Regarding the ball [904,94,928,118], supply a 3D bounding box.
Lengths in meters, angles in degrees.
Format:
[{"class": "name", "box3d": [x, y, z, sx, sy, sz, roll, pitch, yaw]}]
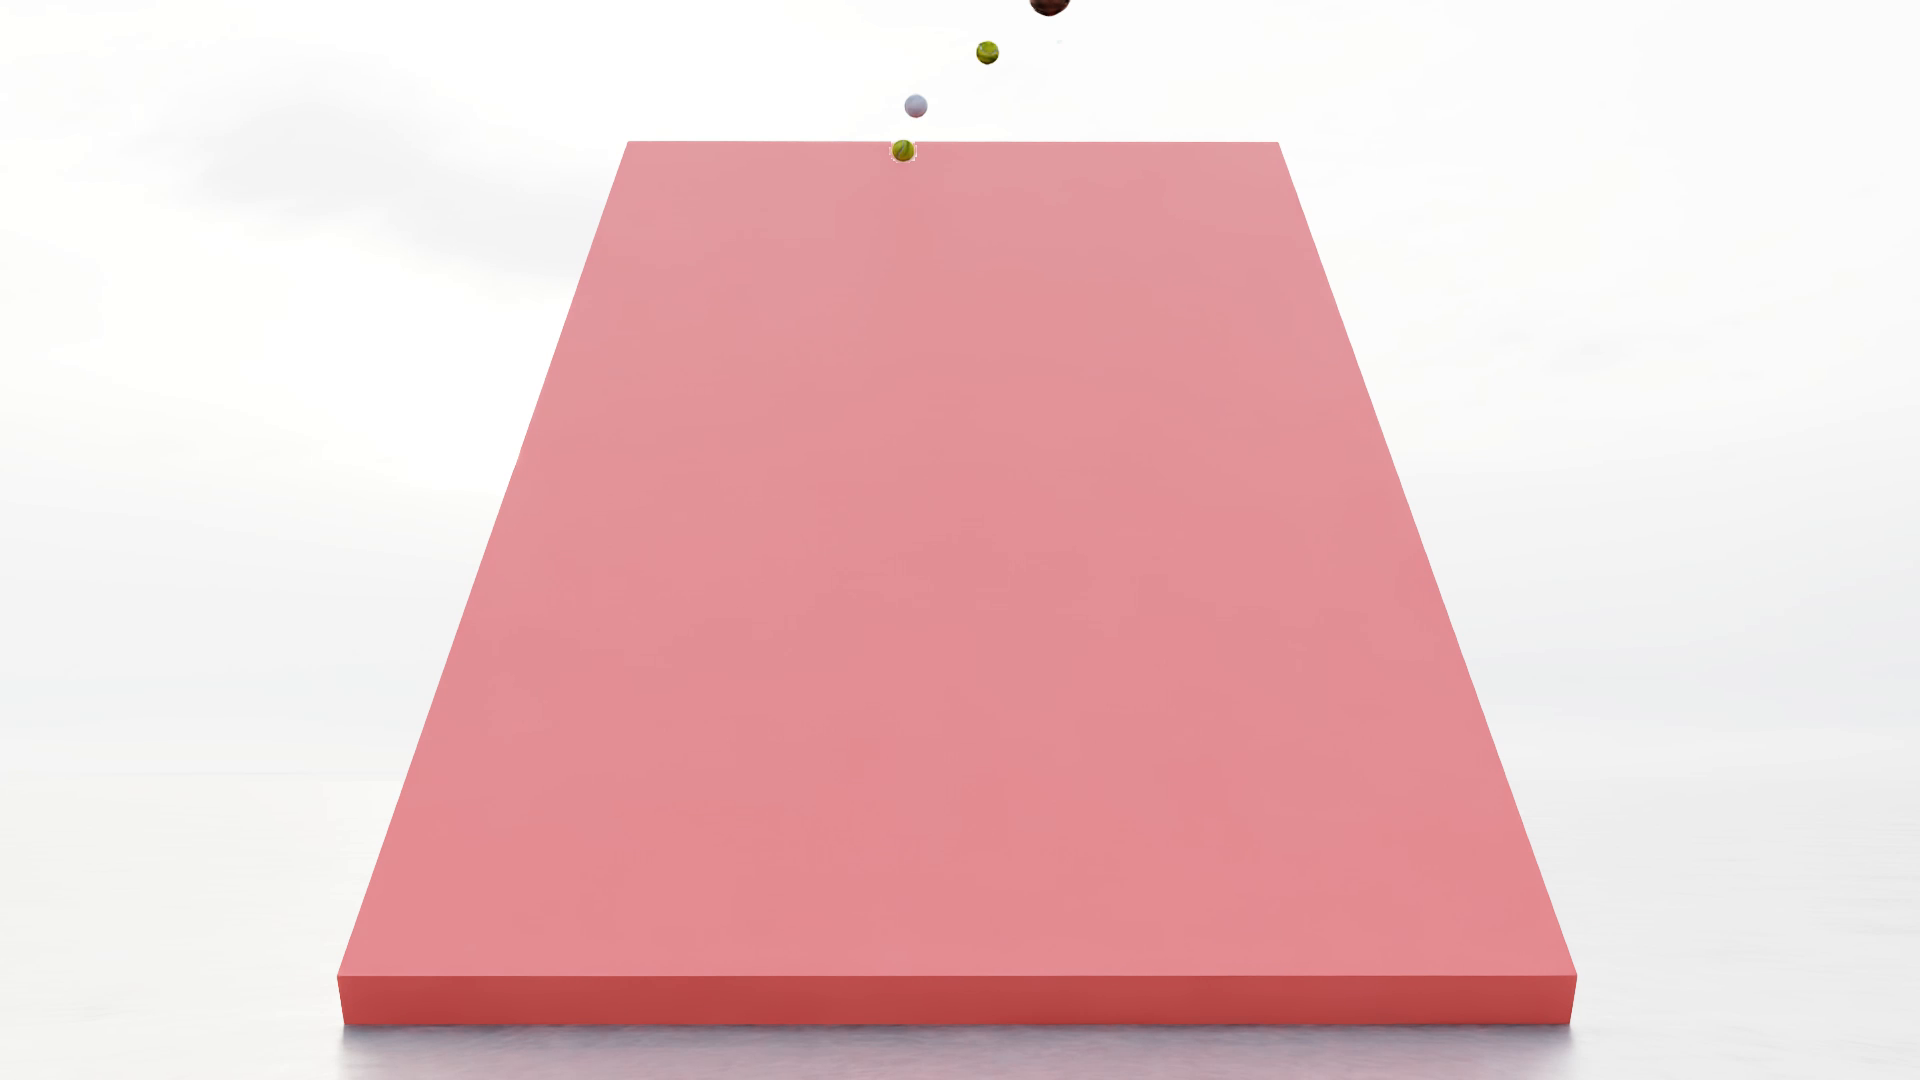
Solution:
[{"class": "ball", "box3d": [-0.130, -1.285, 7.101, 0.073, 0.073, 0.073, 0, -6, 0]}]

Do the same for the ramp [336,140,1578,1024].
[{"class": "ramp", "box3d": [-0.012, -0.218, 5.640, 2.000, 0.100, 4.000, 0, 29, 0]}]
